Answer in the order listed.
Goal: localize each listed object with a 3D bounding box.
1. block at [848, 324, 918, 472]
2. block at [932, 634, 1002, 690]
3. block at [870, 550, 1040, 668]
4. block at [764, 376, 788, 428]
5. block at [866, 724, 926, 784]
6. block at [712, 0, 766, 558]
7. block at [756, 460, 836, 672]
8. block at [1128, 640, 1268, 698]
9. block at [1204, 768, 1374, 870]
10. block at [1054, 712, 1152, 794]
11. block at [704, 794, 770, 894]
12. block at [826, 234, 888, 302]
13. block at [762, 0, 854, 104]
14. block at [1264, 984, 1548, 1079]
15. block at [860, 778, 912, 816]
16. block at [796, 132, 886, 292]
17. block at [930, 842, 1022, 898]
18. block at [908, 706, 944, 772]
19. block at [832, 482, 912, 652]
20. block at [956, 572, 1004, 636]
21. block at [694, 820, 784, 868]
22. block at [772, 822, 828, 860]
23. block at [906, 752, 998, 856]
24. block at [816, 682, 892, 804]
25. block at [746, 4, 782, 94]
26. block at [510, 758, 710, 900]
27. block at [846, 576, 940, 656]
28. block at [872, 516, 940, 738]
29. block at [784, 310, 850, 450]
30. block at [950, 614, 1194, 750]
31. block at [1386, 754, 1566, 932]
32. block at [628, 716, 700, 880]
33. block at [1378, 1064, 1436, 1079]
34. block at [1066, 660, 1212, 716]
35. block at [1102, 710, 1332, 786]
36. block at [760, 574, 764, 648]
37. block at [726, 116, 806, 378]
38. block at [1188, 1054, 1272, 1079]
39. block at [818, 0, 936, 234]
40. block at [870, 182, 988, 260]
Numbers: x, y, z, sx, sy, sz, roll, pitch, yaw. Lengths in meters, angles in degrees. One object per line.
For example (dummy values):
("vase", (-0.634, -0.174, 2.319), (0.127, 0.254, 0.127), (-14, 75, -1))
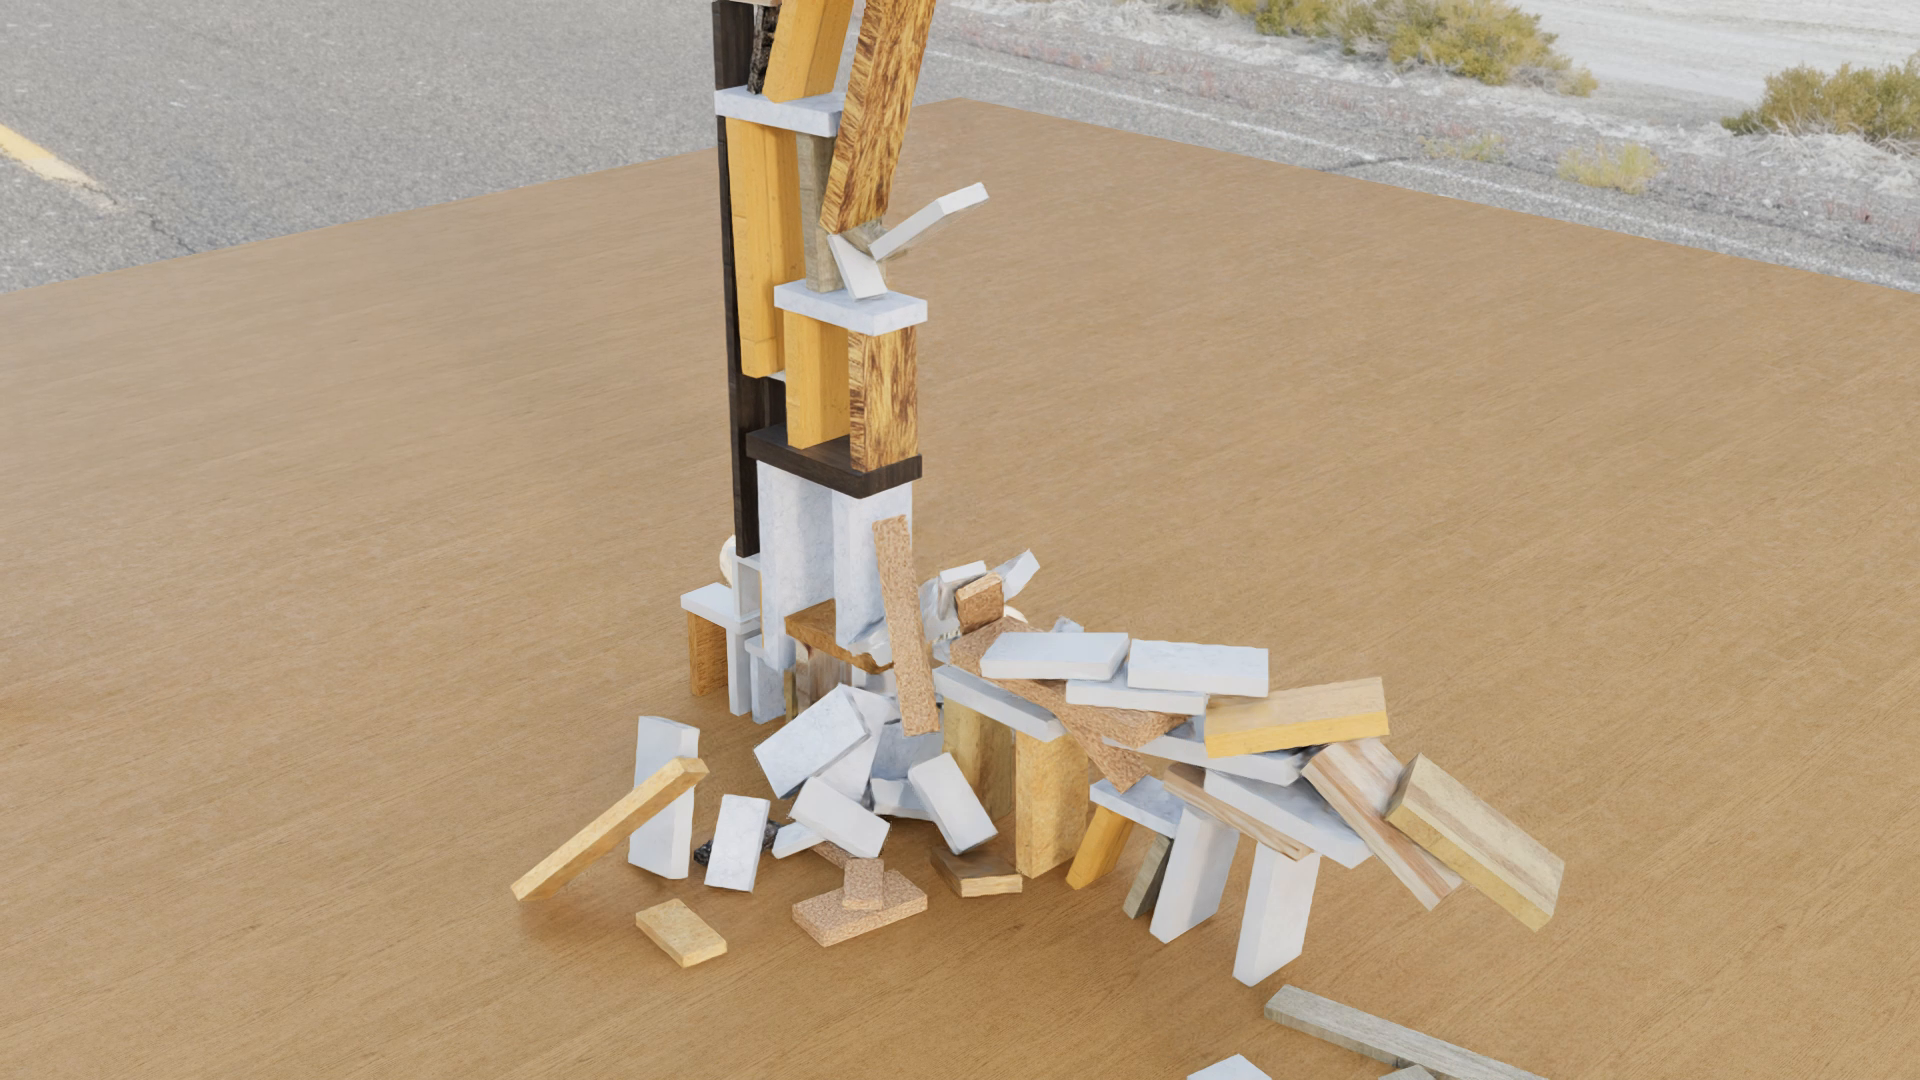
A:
("block", (-0.148, -0.286, 4.275), (0.141, 0.283, 0.040), (-21, 31, -40))
("block", (0.046, 0.233, 4.277), (0.095, 0.027, 0.189), (-20, 30, -39))
("block", (-0.012, 0.136, 4.333), (0.352, 0.041, 0.143), (-29, 9, 30))
("block", (-0.377, -0.149, 4.578), (0.015, 0.417, 0.053), (21, 31, 41))
("block", (-0.153, 0.437, 4.499), (0.265, 0.115, 0.033), (0, 5, -39))
("block", (-0.439, -0.513, 4.476), (0.024, 1.168, 0.086), (21, 31, 40))
("block", (-0.336, 0.034, 4.599), (0.170, 0.462, 0.048), (-21, 31, -41))
("block", (0.420, 0.225, 3.875), (0.243, 0.034, 0.121), (4, 24, 6))
("block", (0.591, 0.450, 3.784), (0.310, 0.044, 0.155), (26, 34, 36))
("block", (0.243, 0.347, 4.083), (0.079, 0.022, 0.264), (-30, 77, -44))
("block", (-0.425, 0.580, 4.203), (0.089, 0.177, 0.025), (6, -18, 14))
("block", (-0.198, -0.529, 4.229), (0.071, 0.141, 0.020), (-15, -12, -31))
("block", (-0.275, -0.968, 4.119), (0.146, 0.292, 0.041), (-22, 52, -42))
("block", (0.875, 0.891, 3.630), (0.792, 0.023, 0.082), (15, 27, 32))
("block", (-0.158, 0.522, 4.446), (0.342, 0.020, 0.071), (-7, 38, -27))
("block", (-0.230, -0.652, 4.265), (0.158, 0.317, 0.045), (-17, 24, -35))
("block", (0.026, 0.616, 4.119), (0.111, 0.031, 0.333), (-4, 3, -10))
("block", (-0.031, 0.416, 4.424), (0.084, 0.168, 0.024), (28, 27, 2))
("block", (-0.174, 0.040, 4.429), (0.048, 0.340, 0.170), (21, 31, 41))
("block", (0.039, 0.125, 4.133), (0.084, 0.203, 0.024), (-26, 68, -9))
("block", (-0.430, 0.597, 4.321), (0.089, 0.025, 0.177), (15, 27, 32))
("block", (-0.295, 0.569, 4.289), (0.145, 0.021, 0.072), (-24, 25, 20))
("block", (-0.015, 0.504, 4.205), (0.092, 0.026, 0.185), (-22, 71, -33))
("block", (-0.223, 0.408, 4.375), (0.113, 0.226, 0.032), (17, -4, -2))
("block", (-0.358, -0.944, 4.212), (0.024, 0.172, 0.086), (34, 38, 31))
("block", (-0.648, 0.536, 4.077), (0.032, 0.406, 0.113), (55, 10, 16))
("block", (-0.118, 0.150, 4.427), (0.239, 0.026, 0.092), (-38, 10, -30))
("block", (-0.107, 0.167, 4.293), (0.072, 0.426, 0.021), (-15, -11, 37))
("block", (-0.281, -0.336, 4.394), (0.141, 0.283, 0.040), (-21, 31, -41))
("block", (0.198, 0.254, 4.016), (0.153, 0.043, 0.465), (-24, 33, -38))
("block", (0.859, 0.501, 3.657), (0.307, 0.043, 0.153), (37, 36, 1))
("block", (-0.568, 0.491, 4.210), (0.041, 0.286, 0.143), (1, 6, -42))
("block", (0.761, 0.917, 3.571), (0.082, 0.023, 0.164), (-11, 25, -24))
("block", (0.320, 0.258, 3.898), (0.243, 0.034, 0.121), (4, 23, 15))
("block", (0.453, 0.348, 3.888), (0.401, 0.044, 0.155), (9, 23, 42))
("block", (-0.394, 0.142, 4.708), (0.020, 0.180, 0.069), (21, 31, 41))
("block", (-0.375, -0.594, 4.389), (0.158, 0.519, 0.045), (-21, 28, -40))
("block", (0.480, 0.918, 3.557), (0.111, 0.031, 0.221), (-15, 27, -31))
("block", (-0.153, -0.798, 4.065), (0.041, 0.492, 0.146), (38, 44, 23))
("block", (-0.059, -0.589, 4.075), (0.115, 0.033, 0.230), (-28, 2, -39))
